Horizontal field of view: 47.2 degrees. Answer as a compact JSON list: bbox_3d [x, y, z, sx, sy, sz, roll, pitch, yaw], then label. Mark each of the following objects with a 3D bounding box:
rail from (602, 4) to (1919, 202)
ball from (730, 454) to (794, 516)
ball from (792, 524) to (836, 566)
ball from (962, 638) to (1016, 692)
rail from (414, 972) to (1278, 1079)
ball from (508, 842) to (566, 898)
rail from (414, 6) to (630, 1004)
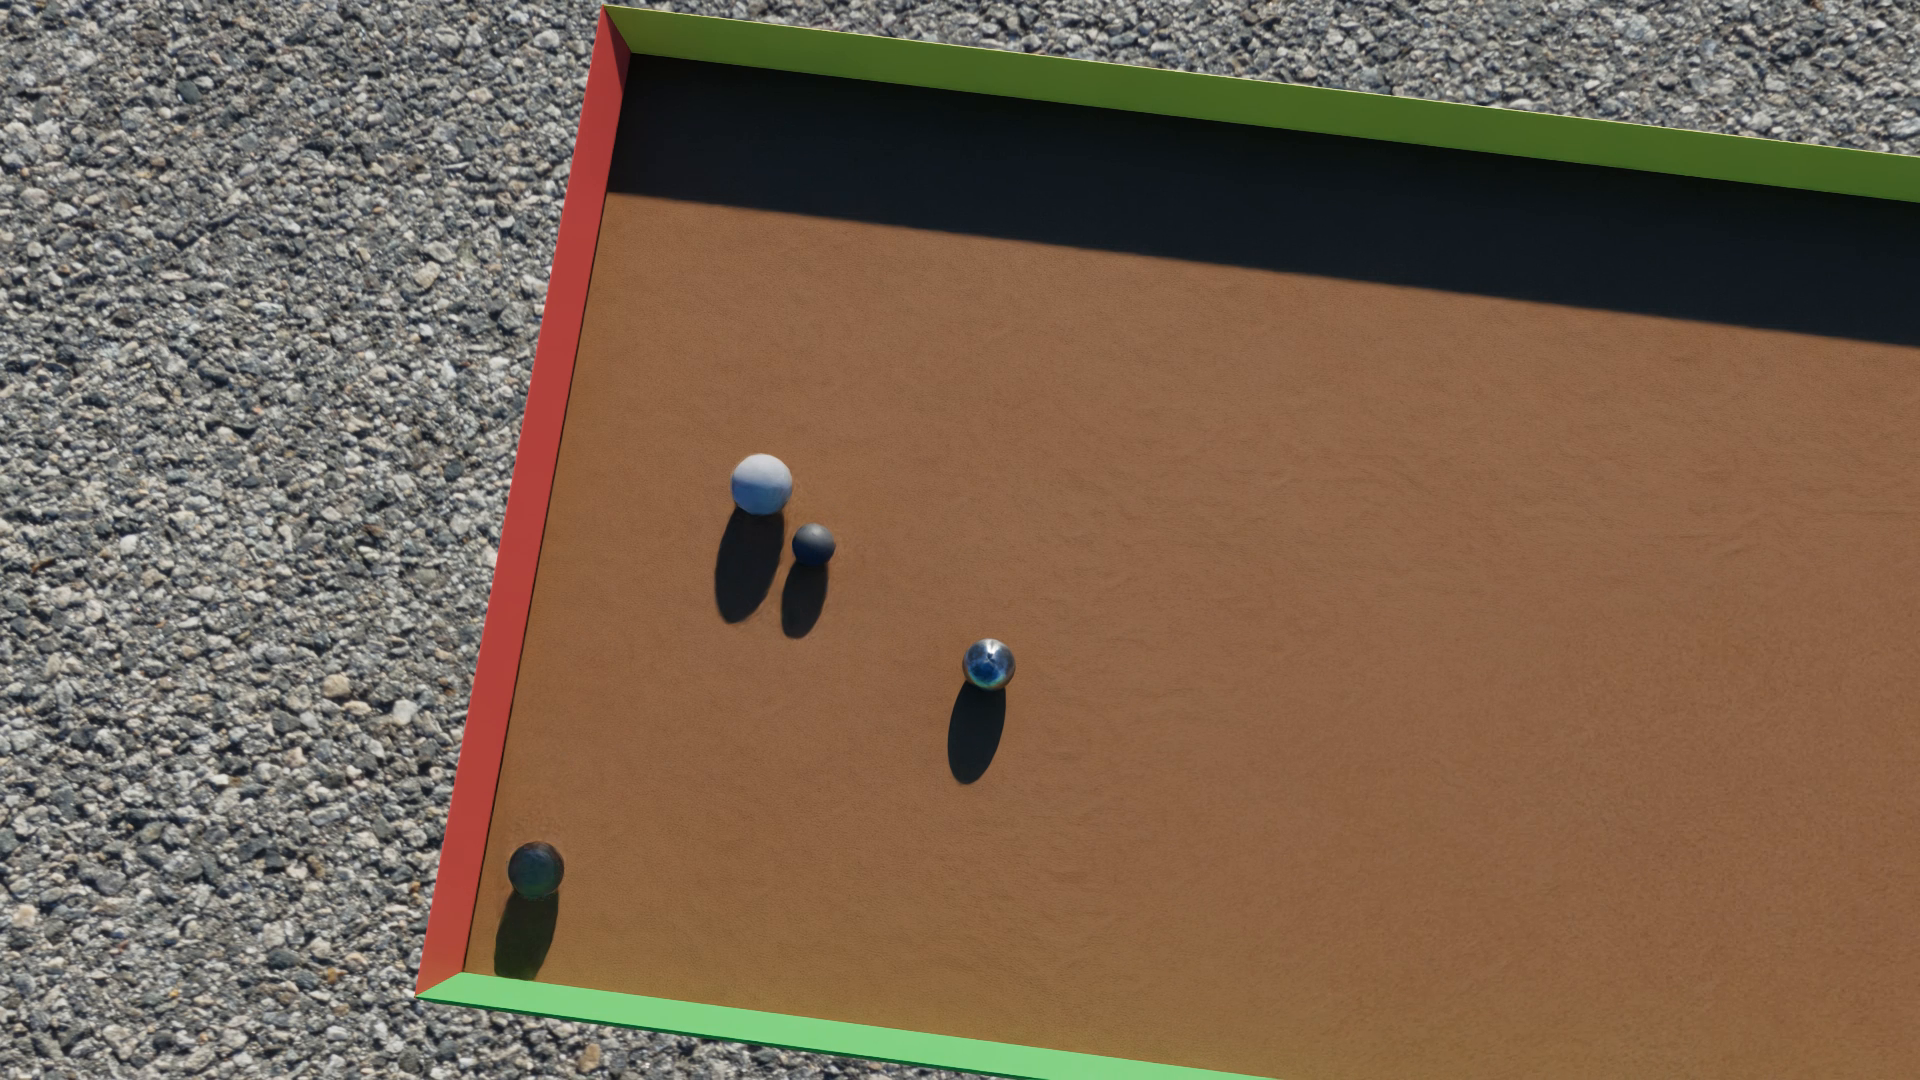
[{"bbox_3d":[0.763,-0.648,3.498,2.692,0.124,0.045,7,75,2],"label":"rail"},{"bbox_3d":[-0.303,-0.084,3.360,0.095,0.095,0.095,0,75,0],"label":"ball"},{"bbox_3d":[-0.223,0.007,3.351,0.066,0.066,0.066,0,75,0],"label":"ball"},{"bbox_3d":[0.043,0.187,3.294,0.081,0.081,0.081,0,75,0],"label":"ball"},{"bbox_3d":[0.572,0.800,3.105,2.692,0.124,0.045,7,75,2],"label":"rail"},{"bbox_3d":[-0.619,0.482,3.213,0.083,0.083,0.083,0,75,0],"label":"ball"},{"bbox_3d":[-0.644,-0.085,3.345,0.045,0.124,1.560,7,75,2],"label":"rail"}]
